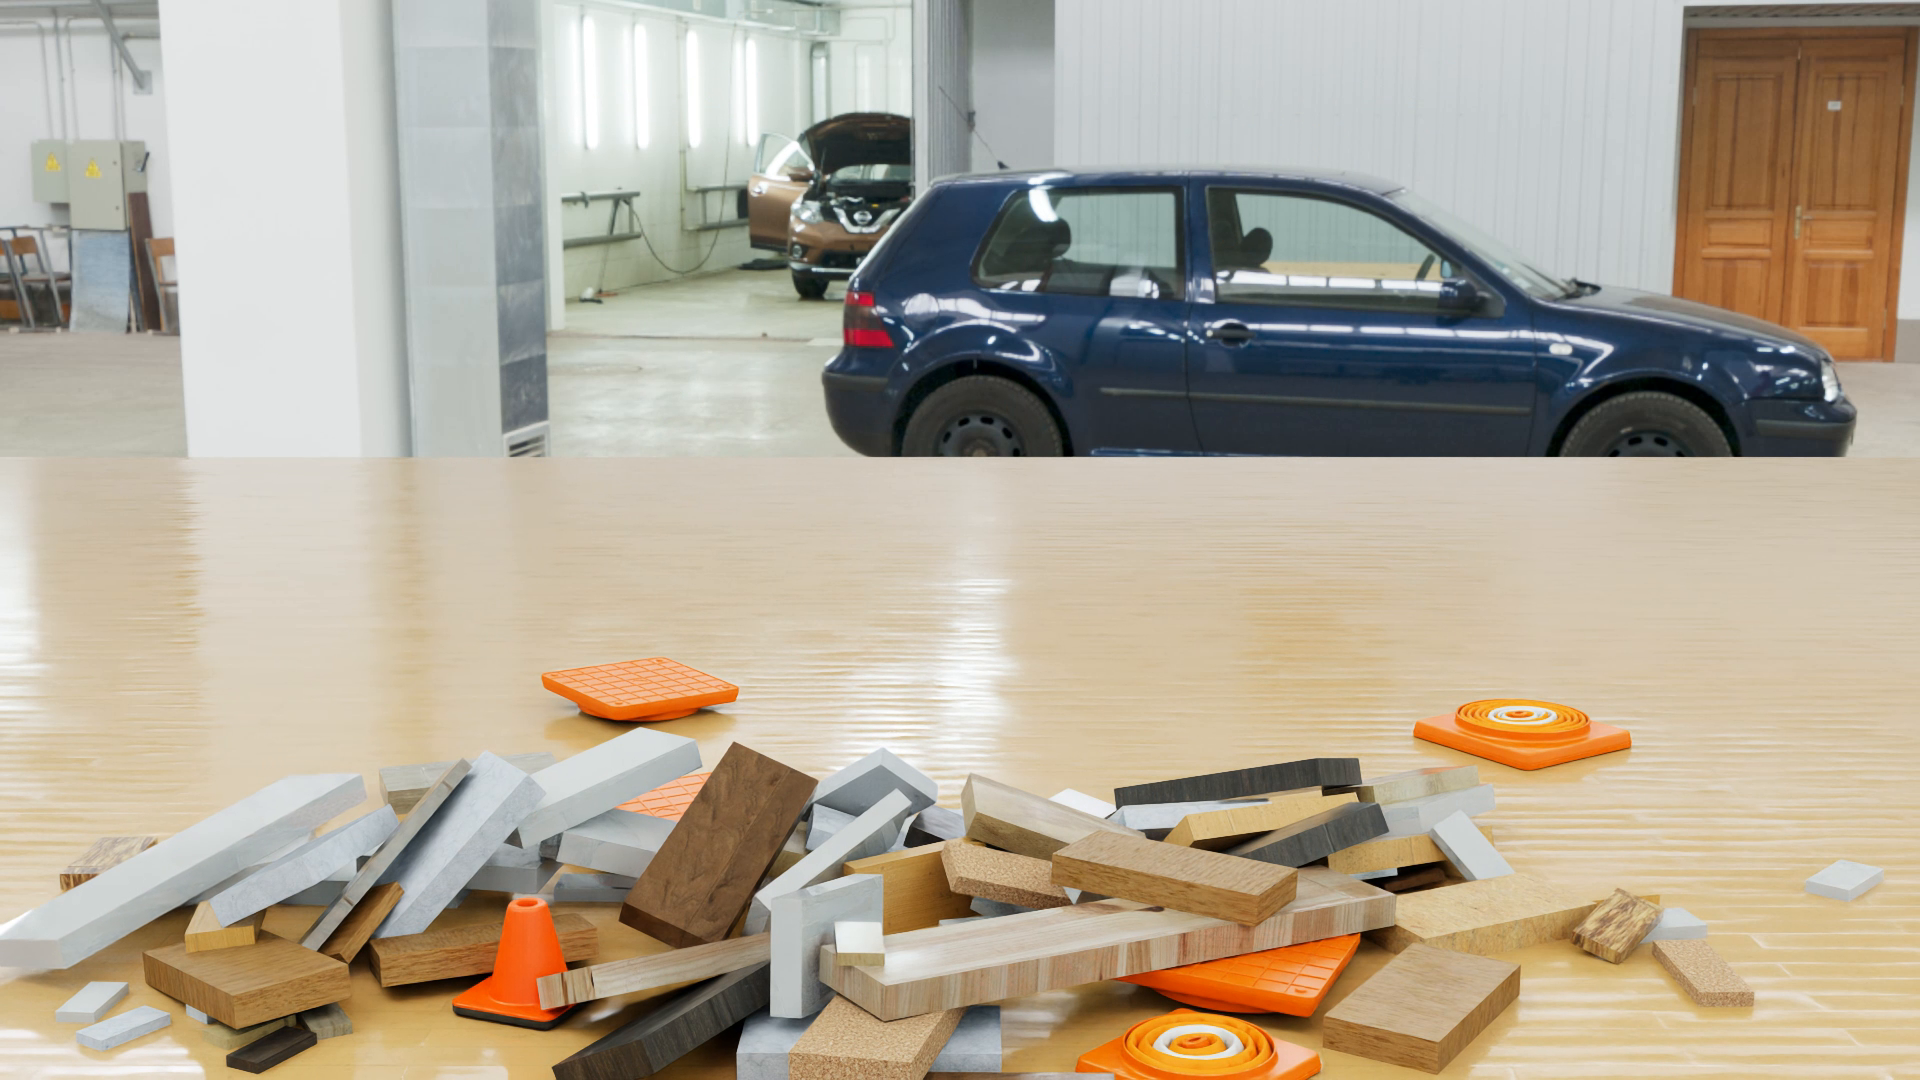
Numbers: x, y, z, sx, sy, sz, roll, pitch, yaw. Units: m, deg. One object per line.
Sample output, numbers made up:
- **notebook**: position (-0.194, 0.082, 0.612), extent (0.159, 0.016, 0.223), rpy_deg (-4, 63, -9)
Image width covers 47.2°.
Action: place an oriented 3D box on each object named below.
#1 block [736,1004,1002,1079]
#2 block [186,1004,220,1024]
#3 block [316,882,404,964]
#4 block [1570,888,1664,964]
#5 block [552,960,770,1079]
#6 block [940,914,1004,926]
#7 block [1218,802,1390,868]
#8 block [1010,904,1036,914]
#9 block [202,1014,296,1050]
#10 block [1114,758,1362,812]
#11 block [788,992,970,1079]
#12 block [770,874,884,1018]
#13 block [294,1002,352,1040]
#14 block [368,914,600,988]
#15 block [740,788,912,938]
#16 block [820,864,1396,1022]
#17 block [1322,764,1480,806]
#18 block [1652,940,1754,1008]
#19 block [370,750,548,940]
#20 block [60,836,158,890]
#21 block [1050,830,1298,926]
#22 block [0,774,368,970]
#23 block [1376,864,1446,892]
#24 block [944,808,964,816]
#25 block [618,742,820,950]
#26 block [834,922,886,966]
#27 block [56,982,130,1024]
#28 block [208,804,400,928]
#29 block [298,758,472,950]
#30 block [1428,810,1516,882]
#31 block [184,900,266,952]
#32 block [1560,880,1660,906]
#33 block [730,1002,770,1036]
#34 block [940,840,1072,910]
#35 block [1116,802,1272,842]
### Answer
- **block**: position (-0.120, 0.689, 3.006), extent (0.352, 0.047, 0.164), rpy_deg (0, 11, 0)
- **block**: position (-1.055, 0.671, 3.188), extent (0.057, 0.016, 0.113), rpy_deg (9, 14, 41)
- **block**: position (-0.924, 0.590, 3.363), extent (0.080, 0.023, 0.160), rpy_deg (-17, 25, 32)
- **block**: position (1.025, 0.601, 3.428), extent (0.080, 0.023, 0.159), rpy_deg (23, 32, 34)
- **block**: position (-0.384, 0.659, 2.986), extent (0.164, 0.047, 0.329), rpy_deg (-23, -2, 31)
- **block**: position (0.042, 0.629, 3.378), extent (0.104, 0.029, 0.208), rpy_deg (-3, 11, -14)
- **block**: position (0.508, 0.508, 3.572), extent (0.343, 0.049, 0.171), rpy_deg (-19, -4, -7)
- **block**: position (0.183, 0.575, 3.557), extent (0.111, 0.031, 0.222), rpy_deg (29, 22, 22)
- **block**: position (-1.002, 0.687, 3.101), extent (0.057, 0.016, 0.113), rpy_deg (8, 13, 36)
- **block**: position (0.494, 0.441, 3.928), extent (0.408, 0.047, 0.166), rpy_deg (-13, -12, 33)
- **block**: position (-0.086, 0.640, 2.999), extent (0.160, 0.045, 0.481), rpy_deg (2, 8, 13)
- **block**: position (-0.186, 0.574, 3.137), extent (0.045, 0.160, 0.320), rpy_deg (-1, -2, 18)
- **block**: position (-0.908, 0.681, 3.133), extent (0.057, 0.016, 0.113), rpy_deg (-6, 12, -29)
- **block**: position (-0.720, 0.617, 3.320), extent (0.319, 0.045, 0.159), rpy_deg (-4, 0, -21)
- **block**: position (-0.209, 0.518, 3.465), extent (0.035, 0.124, 0.317), rpy_deg (42, 50, 18)
- **block**: position (0.239, 0.575, 3.201), extent (0.921, 0.049, 0.171), rpy_deg (-3, 10, -33)
- **block**: position (0.795, 0.445, 3.967), extent (0.264, 0.037, 0.132), rpy_deg (-6, -4, -34)
- **block**: position (1.111, 0.648, 3.295), extent (0.080, 0.023, 0.210), rpy_deg (0, 11, -1)
- **block**: position (-0.818, 0.493, 3.479), extent (0.339, 0.048, 0.170), rpy_deg (-49, 32, -17)
- **block**: position (-1.462, 0.555, 3.782), extent (0.098, 0.028, 0.195), rpy_deg (0, 11, -1)
- **block**: position (0.325, 0.510, 3.338), extent (0.333, 0.047, 0.166), rpy_deg (8, 10, 28)
- **block**: position (-1.248, 0.523, 3.555), extent (0.165, 0.047, 0.681), rpy_deg (-4, 14, 27)
- **block**: position (0.754, 0.567, 3.683), extent (0.103, 0.015, 0.051), rpy_deg (-12, 5, -5)
- **block**: position (0.011, 0.514, 4.024), extent (0.144, 0.020, 0.072), rpy_deg (1, 11, 6)
- **block**: position (-0.379, 0.492, 3.515), extent (0.159, 0.045, 0.417), rpy_deg (24, 37, 6)
- **block**: position (-0.138, 0.551, 3.005), extent (0.064, 0.018, 0.128), rpy_deg (2, 9, -5)
- **block**: position (-1.259, 0.671, 3.191), extent (0.057, 0.016, 0.113), rpy_deg (1, 11, 4)
- **block**: position (-1.011, 0.502, 3.419), extent (0.165, 0.047, 0.330), rpy_deg (-25, 3, 10)
- **block**: position (-0.905, 0.500, 3.437), extent (0.080, 0.023, 0.406), rpy_deg (-34, 16, 49)
- **block**: position (0.856, 0.526, 3.669), extent (0.073, 0.021, 0.147), rpy_deg (-24, 64, -33)
- **block**: position (-1.119, 0.584, 3.358), extent (0.098, 0.028, 0.195), rpy_deg (-6, 6, -12)
- **block**: position (1.067, 0.588, 3.624), extent (0.147, 0.021, 0.073), rpy_deg (-3, 11, -14)
- **block**: position (-0.266, 0.678, 3.145), extent (0.128, 0.018, 0.064), rpy_deg (-6, 12, -30)
- **block**: position (0.130, 0.547, 3.489), extent (0.318, 0.029, 0.104), rpy_deg (14, 21, -17)
- **block**: position (0.402, 0.504, 3.818), extent (0.264, 0.037, 0.132), rpy_deg (-2, -30, -10)
